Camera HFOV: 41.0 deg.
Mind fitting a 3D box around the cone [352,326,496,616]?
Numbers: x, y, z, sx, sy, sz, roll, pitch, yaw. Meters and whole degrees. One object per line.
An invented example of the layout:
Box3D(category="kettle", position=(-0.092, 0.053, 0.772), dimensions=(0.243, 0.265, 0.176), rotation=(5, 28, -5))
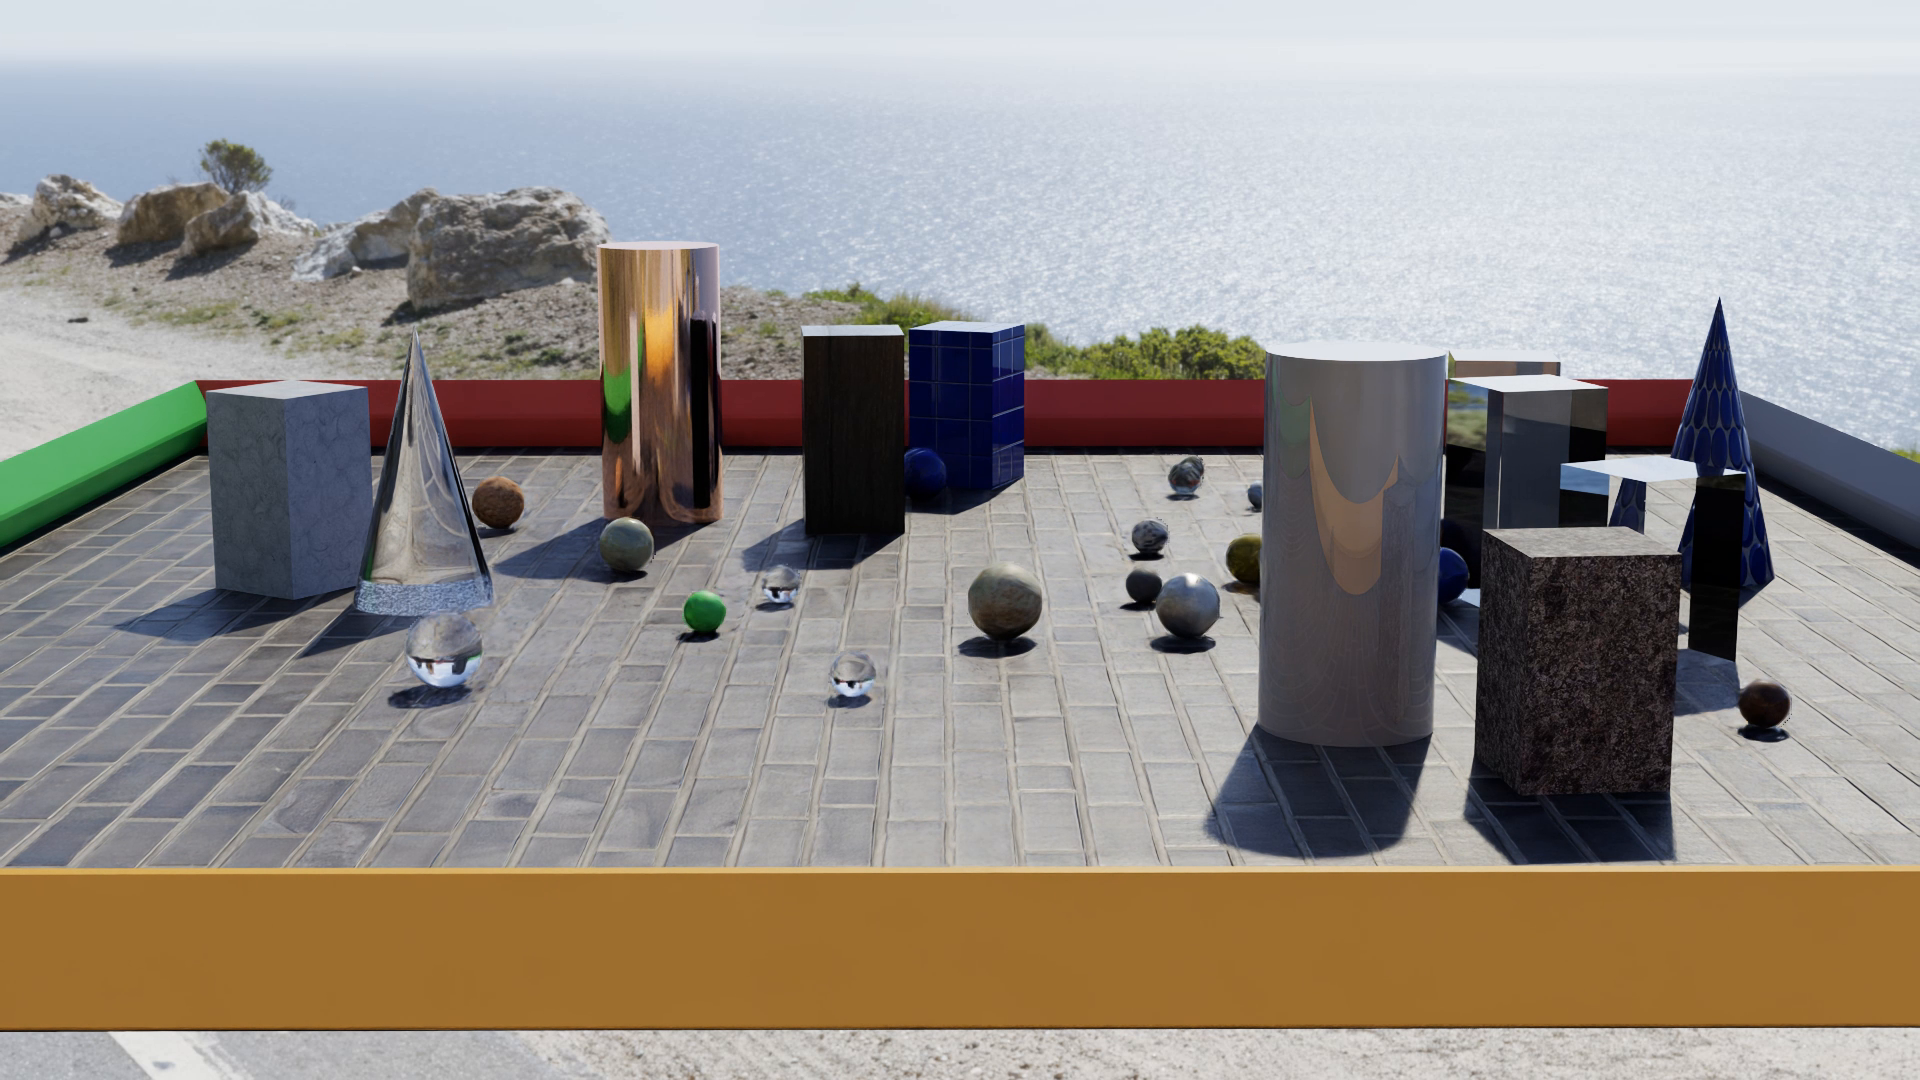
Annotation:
Box3D(category="cone", position=(-0.736, -0.104, 3.493), dimensions=(0.195, 0.382, 0.195), rotation=(0, 11, 0))

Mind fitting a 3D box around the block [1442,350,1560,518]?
Box3D(category="block", position=(0.834, -0.143, 3.961), dimensions=(0.156, 0.286, 0.156), rotation=(1, 11, 7))

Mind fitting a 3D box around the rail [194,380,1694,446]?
Box3D(category="rail", position=(-0.009, -0.241, 4.926), dimensions=(2.927, 0.127, 0.045), rotation=(0, 11, 0))

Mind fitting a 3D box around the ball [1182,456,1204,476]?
Box3D(category="ball", position=(0.407, -0.123, 4.515), dimensions=(0.046, 0.046, 0.046), rotation=(0, 11, 0))

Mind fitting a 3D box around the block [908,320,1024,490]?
Box3D(category="block", position=(0.013, -0.240, 4.522), dimensions=(0.156, 0.273, 0.156), rotation=(4, 11, 21))

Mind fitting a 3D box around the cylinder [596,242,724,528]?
Box3D(category="cylinder", position=(-0.483, -0.255, 4.143), dimensions=(0.195, 0.441, 0.195), rotation=(0, 11, 0))

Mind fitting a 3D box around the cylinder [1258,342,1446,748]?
Box3D(category="cylinder", position=(0.430, 0.000, 2.829), dimensions=(0.195, 0.419, 0.195), rotation=(0, 11, 0))

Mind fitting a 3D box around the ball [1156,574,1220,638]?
Box3D(category="ball", position=(0.293, 0.084, 3.295), dimensions=(0.083, 0.083, 0.083), rotation=(0, 11, 0))

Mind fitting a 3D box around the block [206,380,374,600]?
Box3D(category="block", position=(-0.941, -0.074, 3.614), dimensions=(0.156, 0.278, 0.156), rotation=(7, 12, 32))

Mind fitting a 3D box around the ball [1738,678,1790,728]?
Box3D(category="ball", position=(0.893, 0.181, 2.849), dimensions=(0.055, 0.055, 0.055), rotation=(0, 11, 0))

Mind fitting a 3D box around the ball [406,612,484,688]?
Box3D(category="ball", position=(-0.609, 0.130, 3.030), dimensions=(0.091, 0.091, 0.091), rotation=(0, 11, 0))

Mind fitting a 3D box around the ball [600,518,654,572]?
Box3D(category="ball", position=(-0.484, 0.007, 3.725), dimensions=(0.079, 0.079, 0.079), rotation=(0, 11, 0))

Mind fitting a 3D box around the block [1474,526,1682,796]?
Box3D(category="block", position=(0.635, 0.122, 2.651), dimensions=(0.156, 0.245, 0.156), rotation=(-1, 11, -6))

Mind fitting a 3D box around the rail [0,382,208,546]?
Box3D(category="rail", position=(-1.440, 0.034, 3.441), dimensions=(0.045, 0.127, 3.052), rotation=(0, 11, 0))

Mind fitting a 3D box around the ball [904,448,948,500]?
Box3D(category="ball", position=(-0.066, -0.111, 4.333), dimensions=(0.088, 0.088, 0.088), rotation=(0, 11, 0))

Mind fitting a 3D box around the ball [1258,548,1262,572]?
Box3D(category="ball", position=(0.458, 0.031, 3.576), dimensions=(0.086, 0.086, 0.086), rotation=(0, 11, 0))

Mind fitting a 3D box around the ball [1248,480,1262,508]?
Box3D(category="ball", position=(0.500, -0.076, 4.270), dimensions=(0.044, 0.044, 0.044), rotation=(0, 11, 0))

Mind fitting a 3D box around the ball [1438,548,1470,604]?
Box3D(category="ball", position=(0.657, 0.049, 3.507), dimensions=(0.076, 0.076, 0.076), rotation=(0, 11, 0))

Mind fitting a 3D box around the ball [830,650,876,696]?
Box3D(category="ball", position=(-0.125, 0.156, 2.989), dimensions=(0.054, 0.054, 0.054), rotation=(0, 11, 0))

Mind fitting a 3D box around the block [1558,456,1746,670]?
Box3D(category="block", position=(0.852, 0.028, 3.179), dimensions=(0.156, 0.236, 0.156), rotation=(-5, 12, -26))

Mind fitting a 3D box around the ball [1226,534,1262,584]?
Box3D(category="ball", position=(0.412, 0.026, 3.645), dimensions=(0.070, 0.070, 0.070), rotation=(0, 11, 0))

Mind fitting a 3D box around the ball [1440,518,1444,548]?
Box3D(category="ball", position=(0.737, -0.010, 3.892), dimensions=(0.050, 0.050, 0.050), rotation=(0, 11, 0))

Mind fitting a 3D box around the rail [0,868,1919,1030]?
Box3D(category="rail", position=(0.009, 0.307, 1.972), dimensions=(2.927, 0.127, 0.045), rotation=(0, 11, 0))

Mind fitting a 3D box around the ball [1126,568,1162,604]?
Box3D(category="ball", position=(0.251, 0.062, 3.508), dimensions=(0.049, 0.049, 0.049), rotation=(0, 11, 0))

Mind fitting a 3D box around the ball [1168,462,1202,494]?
Box3D(category="ball", position=(0.385, -0.105, 4.392), dimensions=(0.056, 0.056, 0.056), rotation=(0, 11, 0))

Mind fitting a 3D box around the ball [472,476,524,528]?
Box3D(category="ball", position=(-0.734, -0.060, 4.076), dimensions=(0.082, 0.082, 0.082), rotation=(0, 11, 0))

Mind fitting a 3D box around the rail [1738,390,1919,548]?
Box3D(category="rail", position=(1.440, 0.031, 3.457), dimensions=(0.045, 0.127, 3.052), rotation=(0, 11, 0))

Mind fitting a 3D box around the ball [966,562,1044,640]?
Box3D(category="ball", position=(0.058, 0.078, 3.289), dimensions=(0.098, 0.098, 0.098), rotation=(0, 11, 0))

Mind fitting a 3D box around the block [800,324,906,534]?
Box3D(category="block", position=(-0.171, -0.178, 4.079), dimensions=(0.156, 0.312, 0.156), rotation=(-1, 11, -5))

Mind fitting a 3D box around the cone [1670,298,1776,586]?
Box3D(category="cone", position=(1.080, -0.150, 3.682), dimensions=(0.195, 0.404, 0.195), rotation=(0, 11, 0))

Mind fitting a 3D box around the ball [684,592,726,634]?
Box3D(category="ball", position=(-0.331, 0.093, 3.325), dimensions=(0.054, 0.054, 0.054), rotation=(0, 11, 0))

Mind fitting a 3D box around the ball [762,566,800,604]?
Box3D(category="ball", position=(-0.245, 0.060, 3.510), dimensions=(0.052, 0.052, 0.052), rotation=(0, 11, 0))

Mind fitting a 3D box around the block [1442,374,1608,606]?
Box3D(category="block", position=(0.771, -0.066, 3.513), dimensions=(0.156, 0.299, 0.156), rotation=(-3, 11, -16))

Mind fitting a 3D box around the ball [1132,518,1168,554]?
Box3D(category="ball", position=(0.285, -0.006, 3.862), dimensions=(0.054, 0.054, 0.054), rotation=(0, 11, 0))
